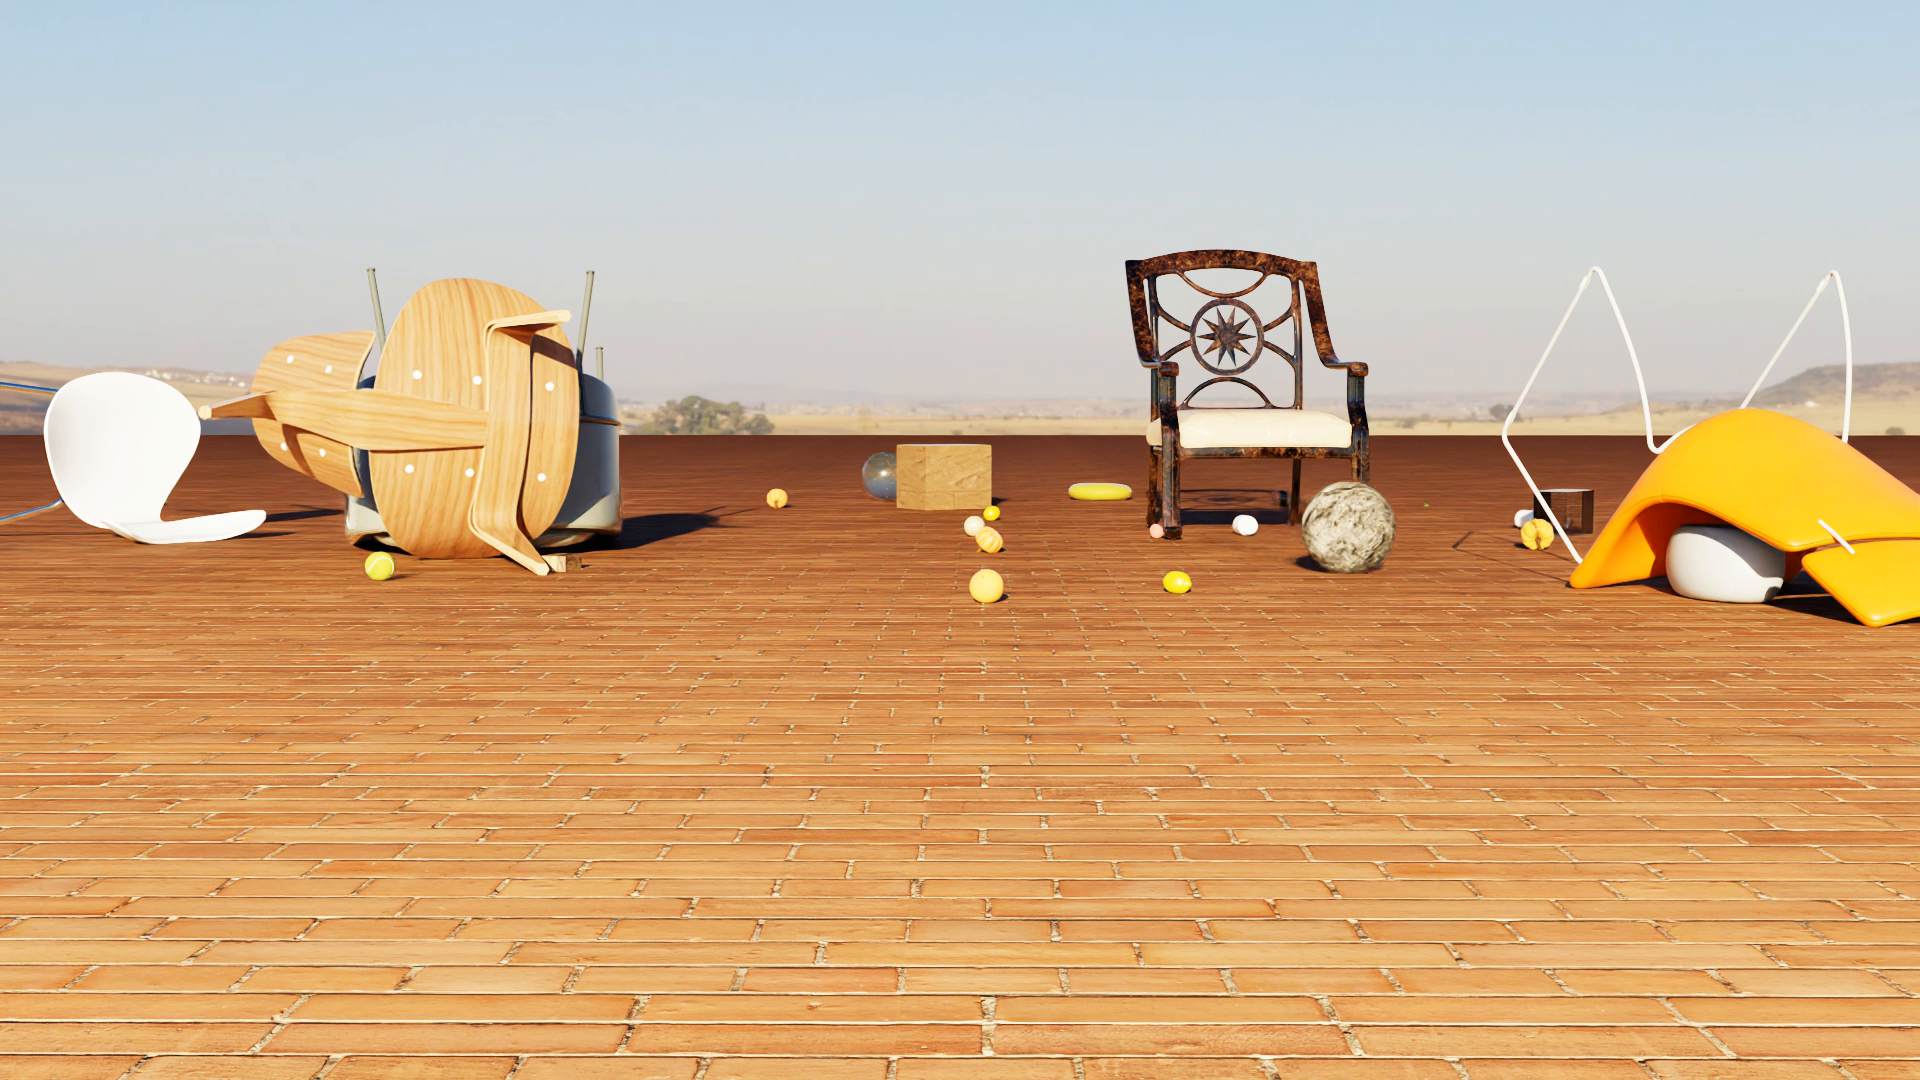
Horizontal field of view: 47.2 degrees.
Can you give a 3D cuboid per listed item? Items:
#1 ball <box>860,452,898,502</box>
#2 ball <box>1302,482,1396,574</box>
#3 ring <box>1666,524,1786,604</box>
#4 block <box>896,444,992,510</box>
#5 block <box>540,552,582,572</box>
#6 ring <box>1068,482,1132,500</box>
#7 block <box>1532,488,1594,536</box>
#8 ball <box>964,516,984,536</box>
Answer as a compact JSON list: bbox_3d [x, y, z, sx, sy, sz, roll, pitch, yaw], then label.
[{"bbox_3d":[-0.298,-0.254,8.803,0.197,0.197,0.197,0,4,0],"label":"ball"},{"bbox_3d":[0.941,-0.029,5.324,0.226,0.226,0.226,0,4,0],"label":"ball"},{"bbox_3d":[1.645,0.048,4.731,0.218,0.157,0.387,2,3,-1],"label":"ring"},{"bbox_3d":[-0.061,-0.240,8.303,0.284,0.238,0.220,-2,5,-31],"label":"block"},{"bbox_3d":[-0.991,0.055,5.465,0.066,0.038,0.102,1,4,13],"label":"block"},{"bbox_3d":[0.570,-0.196,8.951,0.257,0.063,0.272,0,4,-12],"label":"ring"},{"bbox_3d":[1.862,-0.085,6.783,0.109,0.136,0.189,3,5,40],"label":"block"},{"bbox_3d":[0.044,-0.042,6.684,0.064,0.064,0.064,0,4,0],"label":"ball"}]
